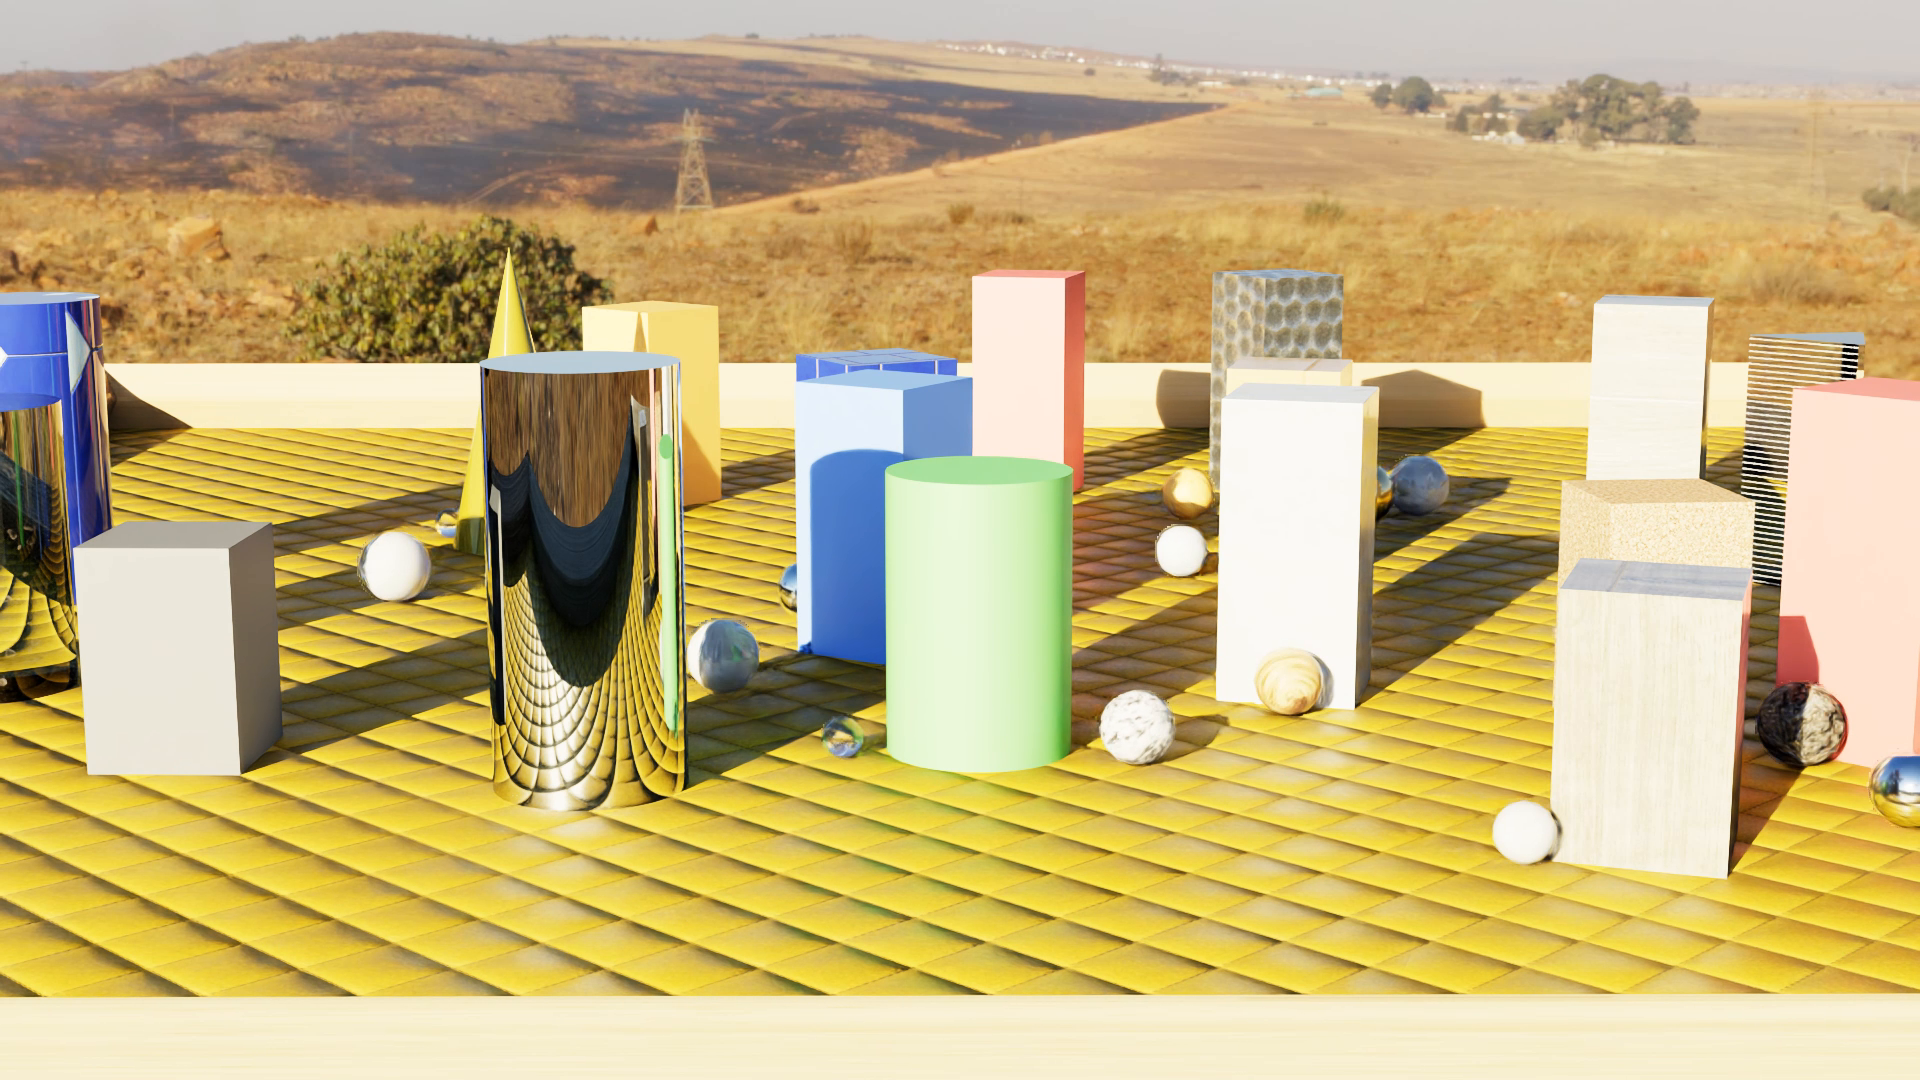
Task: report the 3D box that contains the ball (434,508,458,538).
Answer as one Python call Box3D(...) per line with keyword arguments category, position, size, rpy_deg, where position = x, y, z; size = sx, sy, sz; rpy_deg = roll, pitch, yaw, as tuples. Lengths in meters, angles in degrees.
Box3D(category="ball", position=(-0.797, -0.027, 4.008), size=(0.046, 0.046, 0.046), rpy_deg=(0, 10, 0))

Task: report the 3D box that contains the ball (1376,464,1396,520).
Box3D(category="ball", position=(0.652, -0.077, 4.137), size=(0.098, 0.098, 0.098), rpy_deg=(0, 10, 0))

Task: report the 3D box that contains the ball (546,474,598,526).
Box3D(category="ball", position=(-0.615, -0.063, 4.066), size=(0.082, 0.082, 0.082), rpy_deg=(0, 10, 0))

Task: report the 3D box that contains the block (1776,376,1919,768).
Box3D(category="block", position=(0.993, 0.033, 2.740), size=(0.160, 0.390, 0.160), rpy_deg=(-9, 14, -41))

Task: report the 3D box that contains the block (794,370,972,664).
Box3D(category="block", position=(-0.094, -0.032, 3.222), size=(0.160, 0.342, 0.160), rpy_deg=(7, 12, 32))

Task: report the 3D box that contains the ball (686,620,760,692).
Box3D(category="ball", position=(-0.279, 0.136, 3.017), size=(0.086, 0.086, 0.086), rpy_deg=(0, 10, 0))

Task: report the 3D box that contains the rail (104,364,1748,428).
Box3D(category="rail", position=(-0.010, -0.290, 5.198), size=(3.468, 0.130, 0.045), rpy_deg=(0, 10, 0))

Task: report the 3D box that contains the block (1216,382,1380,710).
Box3D(category="block", position=(0.396, 0.003, 3.004), size=(0.160, 0.353, 0.160), rpy_deg=(3, 11, 15))

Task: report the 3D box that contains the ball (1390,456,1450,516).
Box3D(category="ball", position=(0.750, -0.089, 4.198), size=(0.100, 0.100, 0.100), rpy_deg=(0, 10, 0))

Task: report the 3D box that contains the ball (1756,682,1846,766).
Box3D(category="ball", position=(0.886, 0.194, 2.702), size=(0.088, 0.088, 0.088), rpy_deg=(0, 10, 0))

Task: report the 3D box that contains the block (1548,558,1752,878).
Box3D(category="block", position=(0.648, 0.162, 2.405), size=(0.160, 0.258, 0.160), rpy_deg=(4, 11, 20))

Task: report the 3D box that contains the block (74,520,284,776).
Box3D(category="block", position=(-0.827, 0.112, 2.726), size=(0.160, 0.240, 0.160), rpy_deg=(0, 10, 1))

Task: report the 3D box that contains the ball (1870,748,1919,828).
Box3D(category="ball", position=(0.921, 0.240, 2.483), size=(0.076, 0.076, 0.076), rpy_deg=(0, 10, 0))

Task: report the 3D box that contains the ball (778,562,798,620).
Box3D(category="ball", position=(-0.200, 0.066, 3.401), size=(0.084, 0.084, 0.084), rpy_deg=(0, 10, 0))

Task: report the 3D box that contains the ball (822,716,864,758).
Box3D(category="ball", position=(-0.125, 0.210, 2.733), size=(0.044, 0.044, 0.044), rpy_deg=(0, 10, 0))

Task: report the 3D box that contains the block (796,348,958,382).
Box3D(category="block", position=(-0.113, -0.077, 3.469), size=(0.160, 0.342, 0.160), rpy_deg=(-6, 12, -30))

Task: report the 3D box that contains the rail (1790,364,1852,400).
Box3D(category="rail", position=(1.710, 0.032, 3.458), size=(0.045, 0.130, 3.606), rpy_deg=(0, 10, 0))

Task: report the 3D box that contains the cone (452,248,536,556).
Box3D(category="cone", position=(-0.682, -0.219, 3.919), size=(0.200, 0.457, 0.200), rpy_deg=(0, 10, 0))

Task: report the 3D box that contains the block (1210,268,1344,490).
Box3D(category="block", position=(0.543, -0.270, 4.416), size=(0.160, 0.377, 0.160), rpy_deg=(-5, 12, -27))

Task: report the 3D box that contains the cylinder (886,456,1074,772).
Box3D(category="cylinder", position=(0.020, 0.075, 2.748), size=(0.200, 0.304, 0.200), rpy_deg=(0, 10, 0))

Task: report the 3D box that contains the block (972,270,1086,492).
Box3D(category="block", position=(0.119, -0.271, 4.426), size=(0.160, 0.375, 0.160), rpy_deg=(3, 11, 15))

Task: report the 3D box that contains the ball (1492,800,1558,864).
Box3D(category="ball", position=(0.519, 0.269, 2.356), size=(0.058, 0.058, 0.058), rpy_deg=(0, 10, 0))

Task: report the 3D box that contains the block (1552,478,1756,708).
Box3D(category="block", position=(0.769, 0.075, 2.857), size=(0.160, 0.264, 0.160), rpy_deg=(-1, 11, -6))

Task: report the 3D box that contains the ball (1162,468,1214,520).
Box3D(category="ball", position=(0.370, -0.075, 4.168), size=(0.083, 0.083, 0.083), rpy_deg=(0, 10, 0))

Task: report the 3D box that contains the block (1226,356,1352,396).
Box3D(category="block", position=(0.476, -0.103, 3.715), size=(0.160, 0.304, 0.160), rpy_deg=(3, 11, 14))

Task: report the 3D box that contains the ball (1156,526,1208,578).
Box3D(category="ball", position=(0.320, 0.016, 3.698), size=(0.075, 0.075, 0.075), rpy_deg=(0, 10, 0))

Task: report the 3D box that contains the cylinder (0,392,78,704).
Box3D(category="cylinder", position=(-1.154, 0.007, 3.023), size=(0.200, 0.339, 0.200), rpy_deg=(0, 10, 0))

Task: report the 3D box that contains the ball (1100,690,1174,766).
Box3D(category="ball", position=(0.187, 0.198, 2.705), size=(0.078, 0.078, 0.078), rpy_deg=(0, 10, 0))

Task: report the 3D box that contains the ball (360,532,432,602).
Box3D(category="ball", position=(-0.776, 0.037, 3.525), size=(0.097, 0.097, 0.097), rpy_deg=(0, 10, 0))

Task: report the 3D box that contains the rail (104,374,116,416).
Box3D(category="rail", position=(-1.710, 0.035, 3.439), size=(0.045, 0.130, 3.606), rpy_deg=(0, 10, 0))

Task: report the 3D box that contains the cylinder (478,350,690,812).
Box3D(category="cylinder", position=(-0.379, 0.036, 2.598), size=(0.200, 0.435, 0.200), rpy_deg=(0, 10, 0))

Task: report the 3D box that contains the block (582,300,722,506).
Box3D(category="block", position=(-0.519, -0.229, 4.328), size=(0.160, 0.329, 0.160), rpy_deg=(9, 14, 40))

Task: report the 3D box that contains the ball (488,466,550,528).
Box3D(category="ball", position=(-0.701, -0.068, 4.089), size=(0.098, 0.098, 0.098), rpy_deg=(0, 10, 0))

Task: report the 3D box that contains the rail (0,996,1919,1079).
Box3D(category="rail", position=(0.010, 0.357, 1.699), size=(3.468, 0.130, 0.045), rpy_deg=(0, 10, 0))

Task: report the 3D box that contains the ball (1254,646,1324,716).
Box3D(category="ball", position=(0.373, 0.160, 2.912), size=(0.078, 0.078, 0.078), rpy_deg=(0, 10, 0))

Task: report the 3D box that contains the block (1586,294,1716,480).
Box3D(category="block", position=(1.027, -0.165, 3.825), size=(0.160, 0.384, 0.160), rpy_deg=(4, 11, 19))

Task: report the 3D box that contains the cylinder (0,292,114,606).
Box3D(category="cylinder", position=(-1.279, -0.127, 3.539), size=(0.200, 0.414, 0.200), rpy_deg=(0, 10, 0))

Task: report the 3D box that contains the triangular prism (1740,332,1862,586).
Box3D(category="triangular prism", position=(1.227, -0.114, 3.639), size=(0.150, 0.352, 0.173), rpy_deg=(-9, 14, -41))

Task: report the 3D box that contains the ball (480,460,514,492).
Box3D(category="ball", position=(-0.791, -0.107, 4.402), size=(0.061, 0.061, 0.061), rpy_deg=(0, 10, 0))
